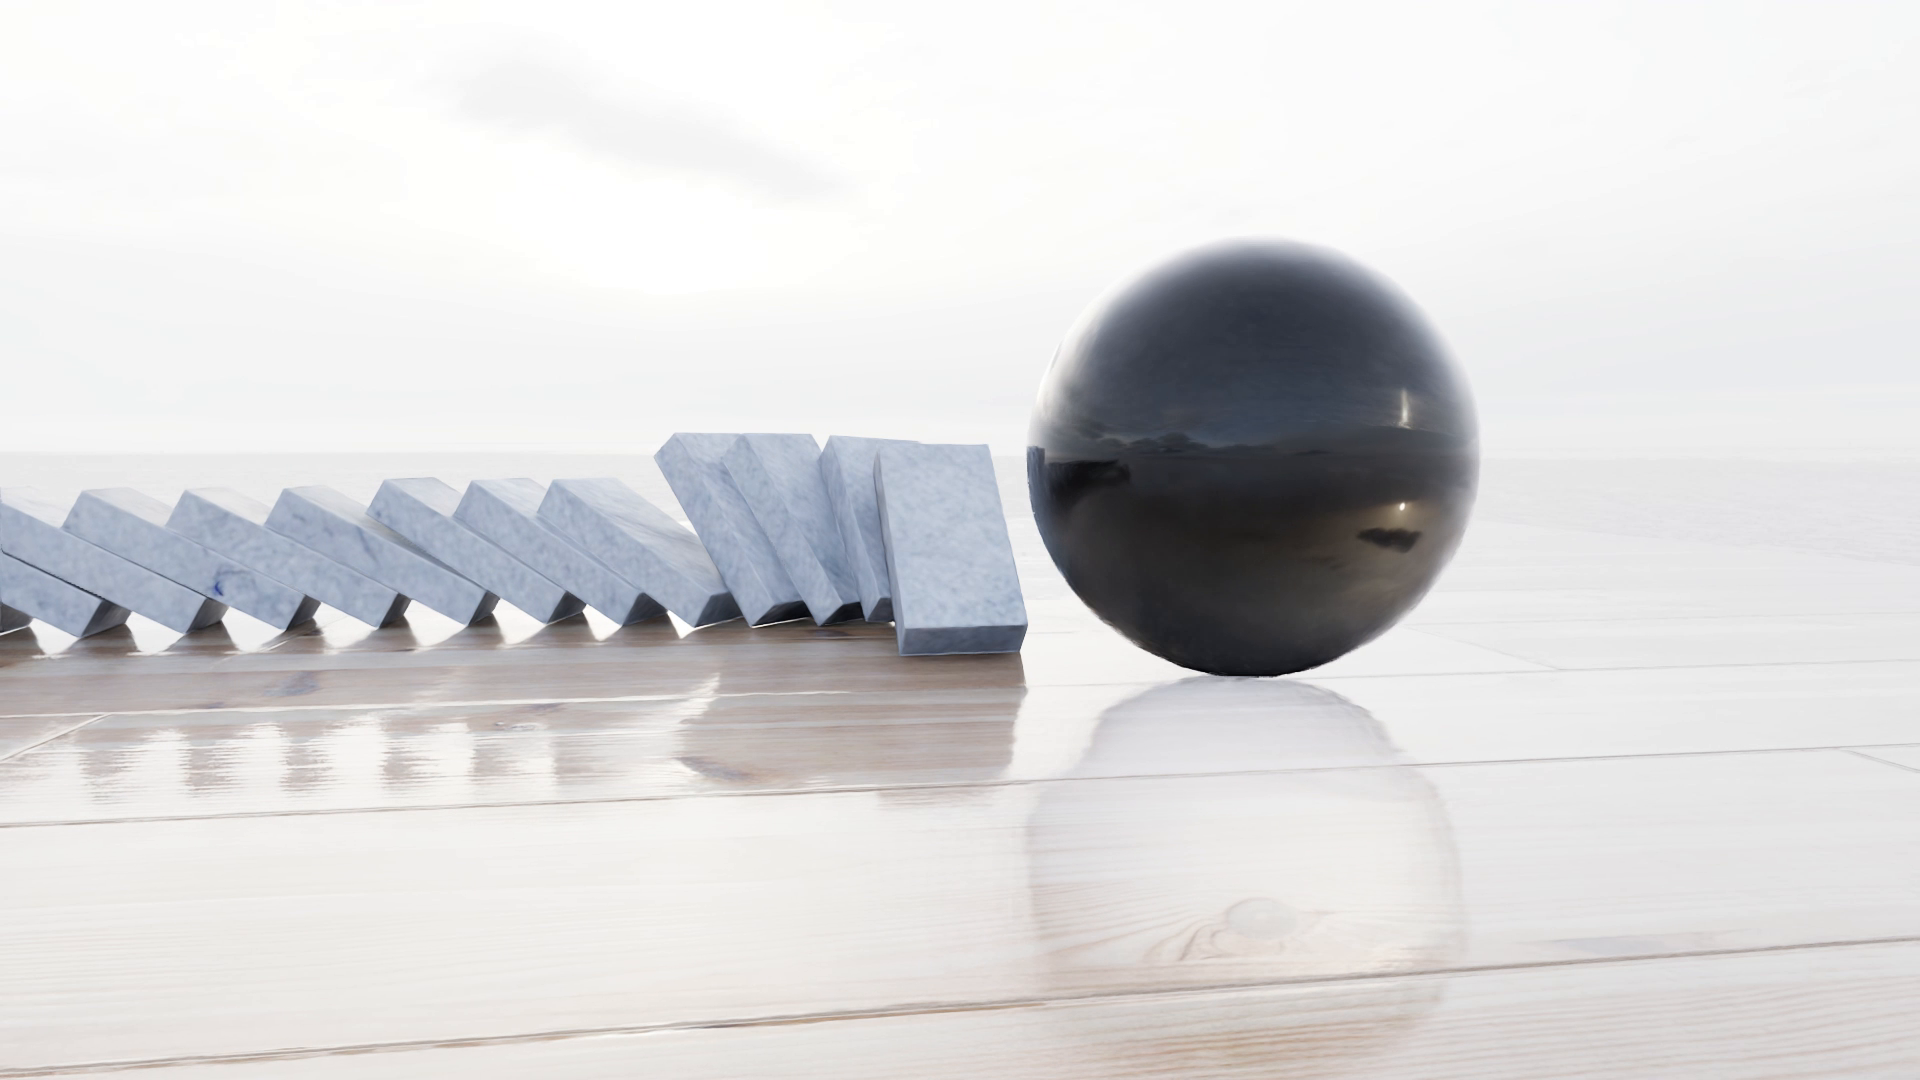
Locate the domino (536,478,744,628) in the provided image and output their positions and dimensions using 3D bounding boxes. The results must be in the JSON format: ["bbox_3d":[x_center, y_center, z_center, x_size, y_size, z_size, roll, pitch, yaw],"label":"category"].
[{"bbox_3d":[-0.075,0.002,0.311,0.050,0.010,0.025,34,14,15],"label":"domino"}]

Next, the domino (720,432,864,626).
[{"bbox_3d":[-0.036,-0.004,0.314,0.009,0.050,0.025,-42,-19,29],"label":"domino"}]

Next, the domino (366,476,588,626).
[{"bbox_3d":[-0.115,0.002,0.313,0.050,0.010,0.025,32,5,1],"label":"domino"}]

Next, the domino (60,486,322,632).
[{"bbox_3d":[-0.175,0.004,0.298,0.050,0.009,0.025,29,-3,-13],"label":"domino"}]

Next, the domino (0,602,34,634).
[{"bbox_3d":[-0.233,0.005,0.282,0.050,0.009,0.025,30,-4,-13],"label":"domino"}]

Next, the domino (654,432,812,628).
[{"bbox_3d":[-0.052,-0.003,0.312,0.009,0.050,0.025,-41,-18,28],"label":"domino"}]

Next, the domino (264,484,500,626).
[{"bbox_3d":[-0.136,0.003,0.308,0.050,0.009,0.025,29,0,-8],"label":"domino"}]

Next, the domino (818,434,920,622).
[{"bbox_3d":[-0.016,-0.003,0.312,0.025,0.050,0.010,2,-39,-29],"label":"domino"}]

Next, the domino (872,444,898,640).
[{"bbox_3d":[-0.004,0.000,0.286,0.025,0.050,0.010,-1,-40,-12],"label":"domino"}]

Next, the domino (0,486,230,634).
[{"bbox_3d":[-0.195,0.004,0.292,0.050,0.010,0.025,29,-3,-13],"label":"domino"}]

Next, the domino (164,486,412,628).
[{"bbox_3d":[-0.156,0.004,0.303,0.050,0.009,0.025,28,-1,-11],"label":"domino"}]

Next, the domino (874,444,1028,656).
[{"bbox_3d":[-0.003,0.001,0.272,0.025,0.050,0.010,-1,-40,-12],"label":"domino"}]

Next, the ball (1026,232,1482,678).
[{"bbox_3d":[0.052,-0.015,0.234,0.080,0.080,0.080,0,4,0],"label":"ball"}]

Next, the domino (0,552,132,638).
[{"bbox_3d":[-0.214,0.004,0.287,0.050,0.009,0.025,30,-3,-13],"label":"domino"}]

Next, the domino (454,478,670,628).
[{"bbox_3d":[-0.095,0.002,0.313,0.050,0.010,0.025,32,10,9],"label":"domino"}]
